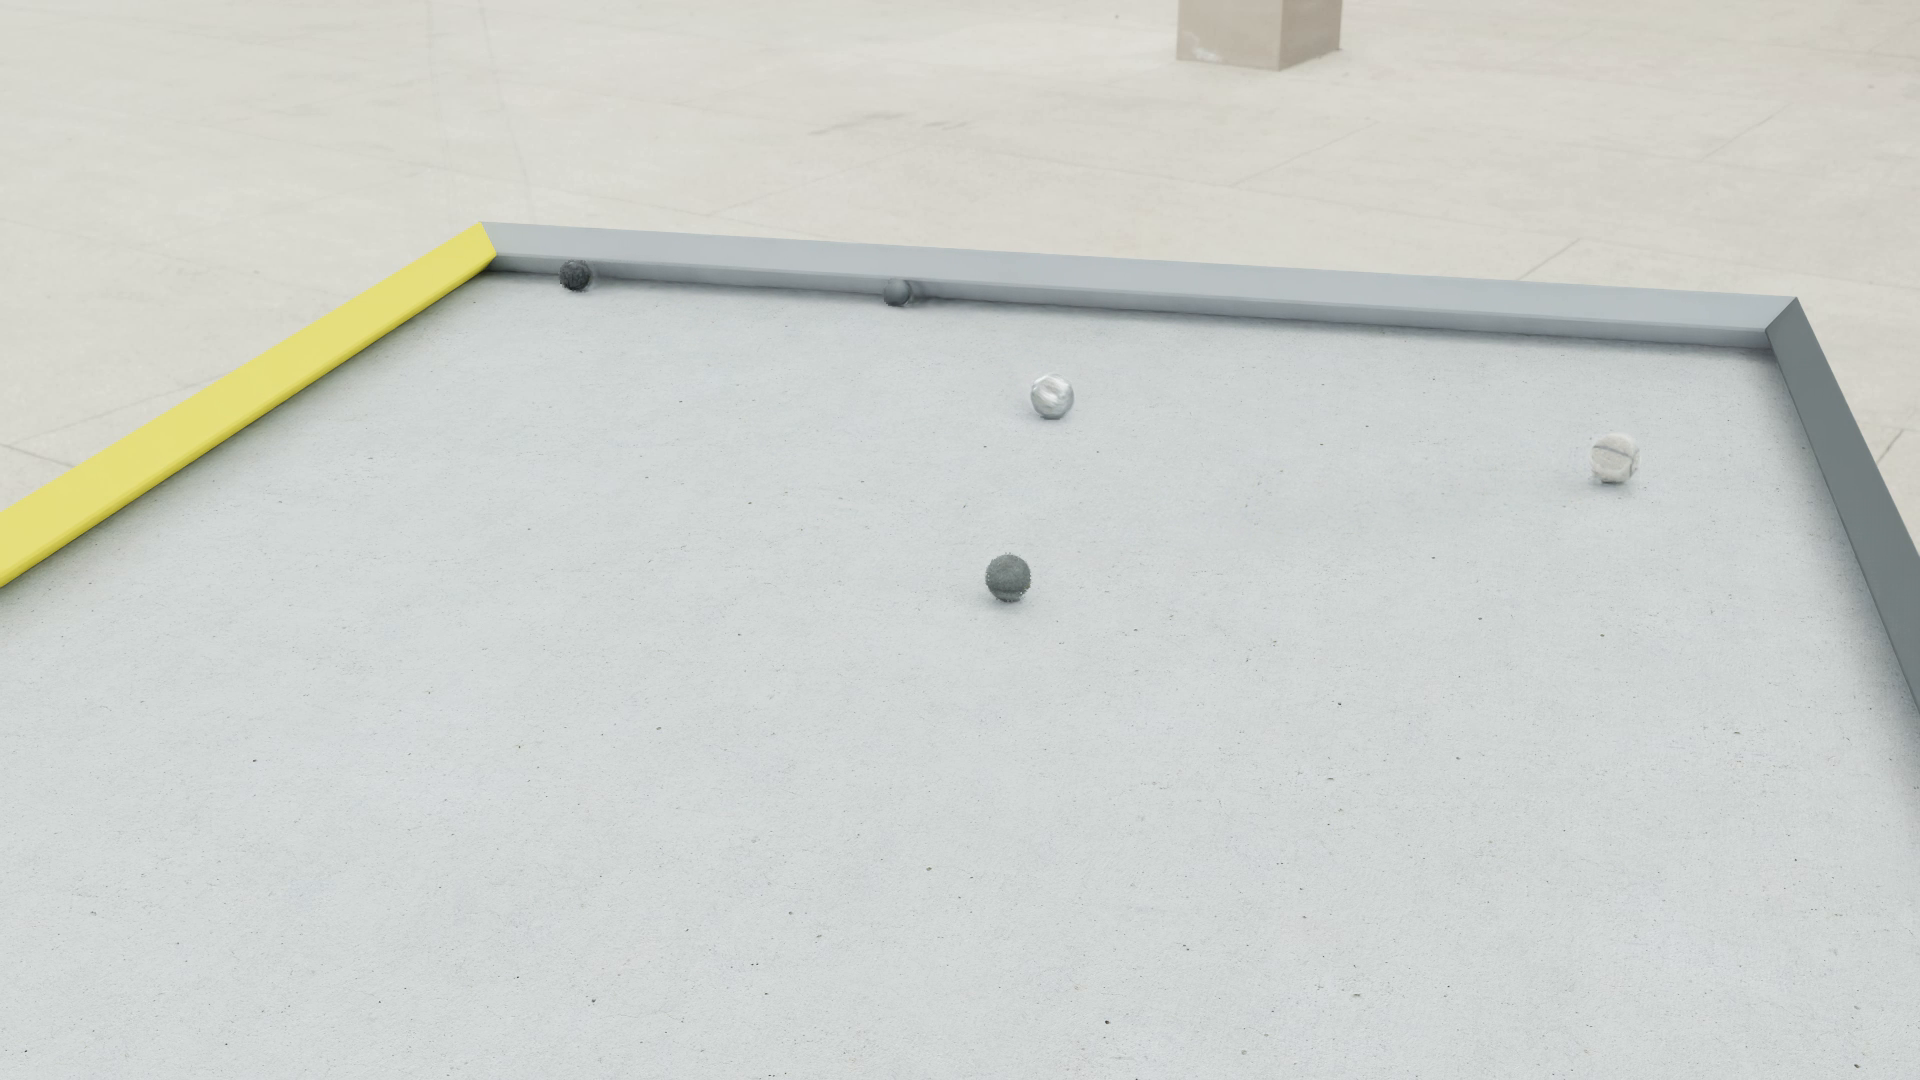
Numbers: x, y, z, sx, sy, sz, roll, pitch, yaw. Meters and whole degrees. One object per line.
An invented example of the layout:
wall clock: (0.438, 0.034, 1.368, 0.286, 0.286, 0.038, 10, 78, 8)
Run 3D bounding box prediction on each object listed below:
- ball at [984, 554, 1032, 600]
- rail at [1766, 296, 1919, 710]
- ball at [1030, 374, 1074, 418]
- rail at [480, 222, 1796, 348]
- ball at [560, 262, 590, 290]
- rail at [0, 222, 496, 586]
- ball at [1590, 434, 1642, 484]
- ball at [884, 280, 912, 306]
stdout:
ball: (0.054, 0.042, 2.439, 0.052, 0.052, 0.052, 0, 23, 0)
rail: (0.776, 0.462, 1.398, 0.045, 0.081, 4.156, 5, 23, 11)
ball: (0.126, -0.196, 2.996, 0.060, 0.060, 0.060, 0, 23, 0)
rail: (0.215, -0.399, 3.449, 2.085, 0.081, 0.045, 5, 23, 11)
ball: (-0.623, -0.428, 3.564, 0.048, 0.048, 0.048, 0, 23, 0)
rail: (-1.216, 0.295, 1.796, 0.045, 0.081, 4.156, 5, 23, 11)
ball: (0.825, -0.103, 2.770, 0.063, 0.063, 0.063, 0, 23, 0)
ball: (-0.099, -0.392, 3.486, 0.042, 0.042, 0.042, 0, 23, 0)
